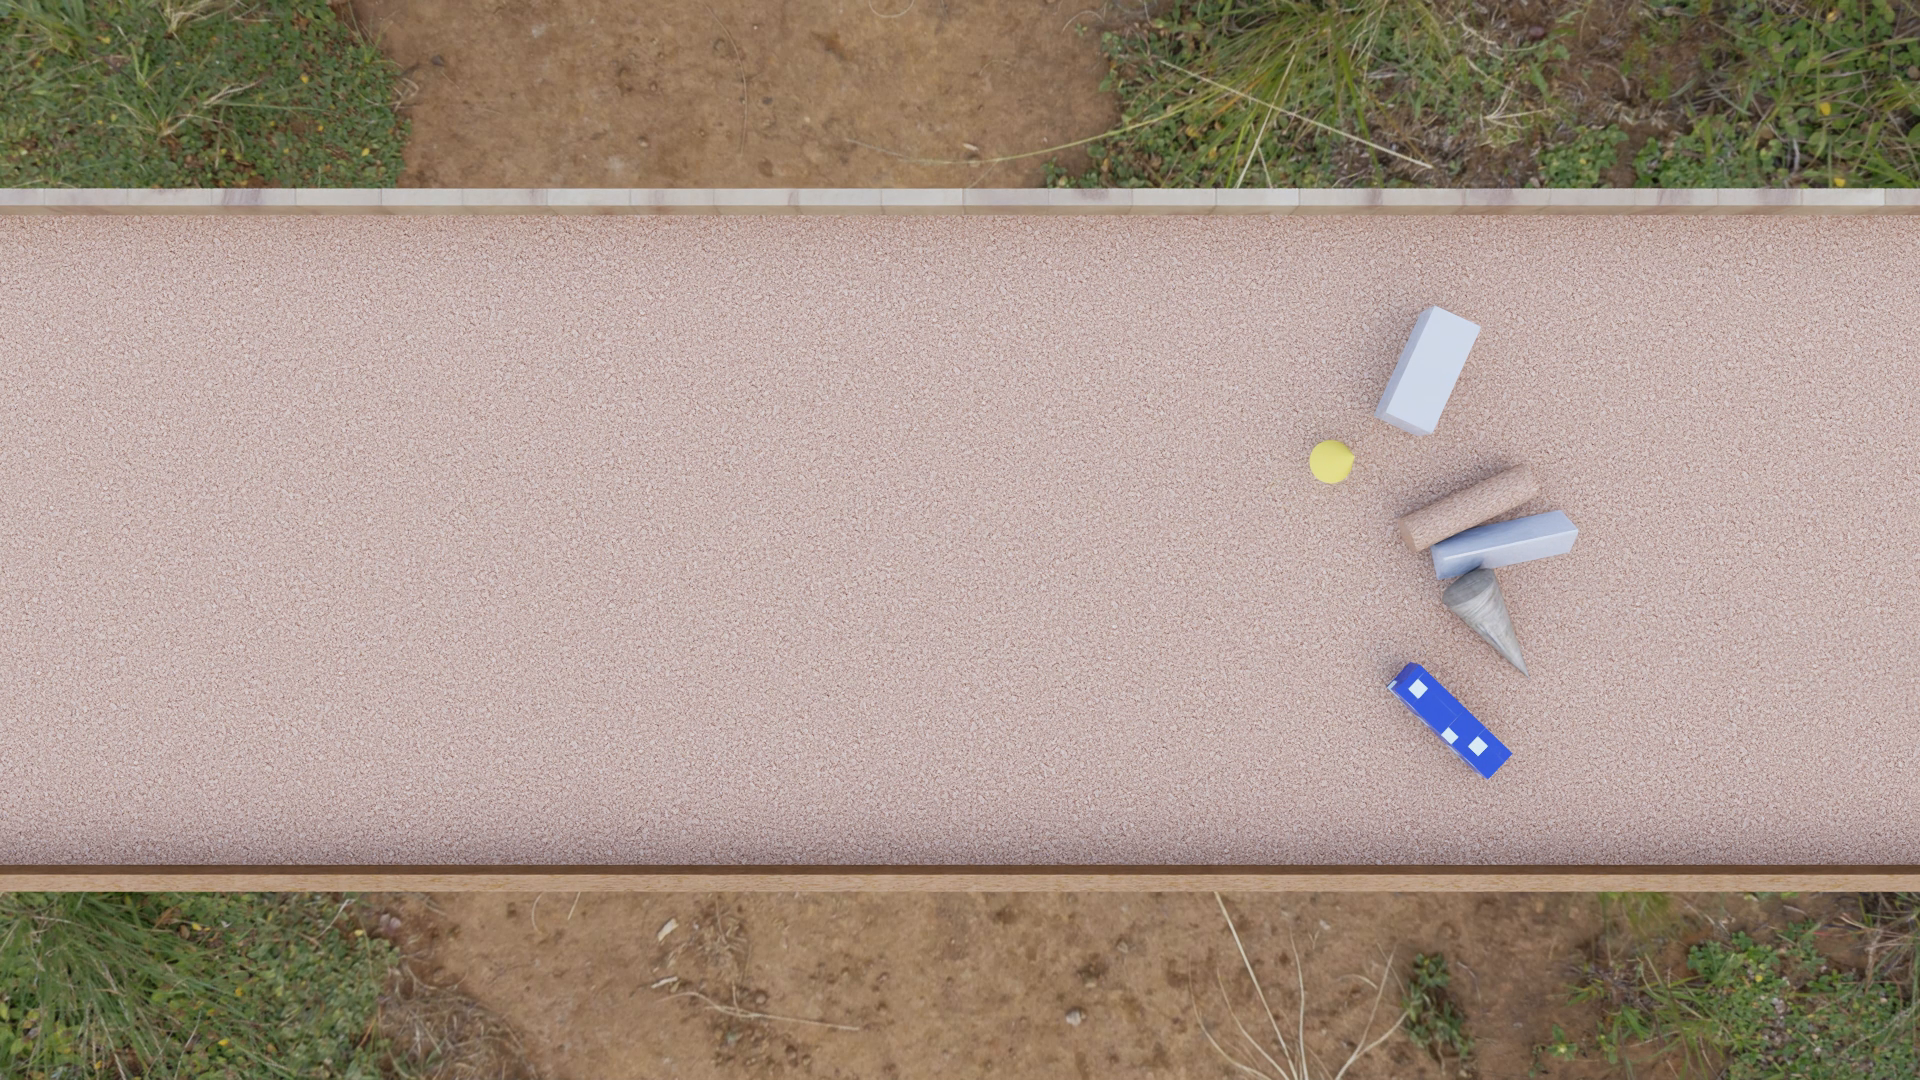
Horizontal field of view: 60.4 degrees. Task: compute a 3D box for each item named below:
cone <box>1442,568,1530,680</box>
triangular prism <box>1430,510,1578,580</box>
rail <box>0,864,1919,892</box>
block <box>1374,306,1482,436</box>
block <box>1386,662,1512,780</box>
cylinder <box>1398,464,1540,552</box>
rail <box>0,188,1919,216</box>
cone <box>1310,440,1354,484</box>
[{"bbox_3d":[1.648,0.288,5.033,0.176,0.176,0.377,-37,103,0],"label":"cone"},{"bbox_3d":[1.658,0.014,5.017,0.413,0.113,0.130,-12,90,0],"label":"triangular prism"},{"bbox_3d":[-2.247,1.025,5.001,12.000,0.150,0.050,0,90,0],"label":"rail"},{"bbox_3d":[1.414,-0.509,5.000,0.152,0.152,0.351,25,90,0],"label":"block"},{"bbox_3d":[1.488,0.549,5.022,0.387,0.108,0.108,44,90,0],"label":"block"},{"bbox_3d":[1.547,-0.097,5.020,0.410,0.113,0.113,-25,90,0],"label":"cylinder"},{"bbox_3d":[-2.247,-1.025,5.002,12.000,0.150,0.050,0,90,0],"label":"rail"},{"bbox_3d":[1.142,-0.241,4.923,0.133,0.307,0.133,0,90,0],"label":"cone"}]
